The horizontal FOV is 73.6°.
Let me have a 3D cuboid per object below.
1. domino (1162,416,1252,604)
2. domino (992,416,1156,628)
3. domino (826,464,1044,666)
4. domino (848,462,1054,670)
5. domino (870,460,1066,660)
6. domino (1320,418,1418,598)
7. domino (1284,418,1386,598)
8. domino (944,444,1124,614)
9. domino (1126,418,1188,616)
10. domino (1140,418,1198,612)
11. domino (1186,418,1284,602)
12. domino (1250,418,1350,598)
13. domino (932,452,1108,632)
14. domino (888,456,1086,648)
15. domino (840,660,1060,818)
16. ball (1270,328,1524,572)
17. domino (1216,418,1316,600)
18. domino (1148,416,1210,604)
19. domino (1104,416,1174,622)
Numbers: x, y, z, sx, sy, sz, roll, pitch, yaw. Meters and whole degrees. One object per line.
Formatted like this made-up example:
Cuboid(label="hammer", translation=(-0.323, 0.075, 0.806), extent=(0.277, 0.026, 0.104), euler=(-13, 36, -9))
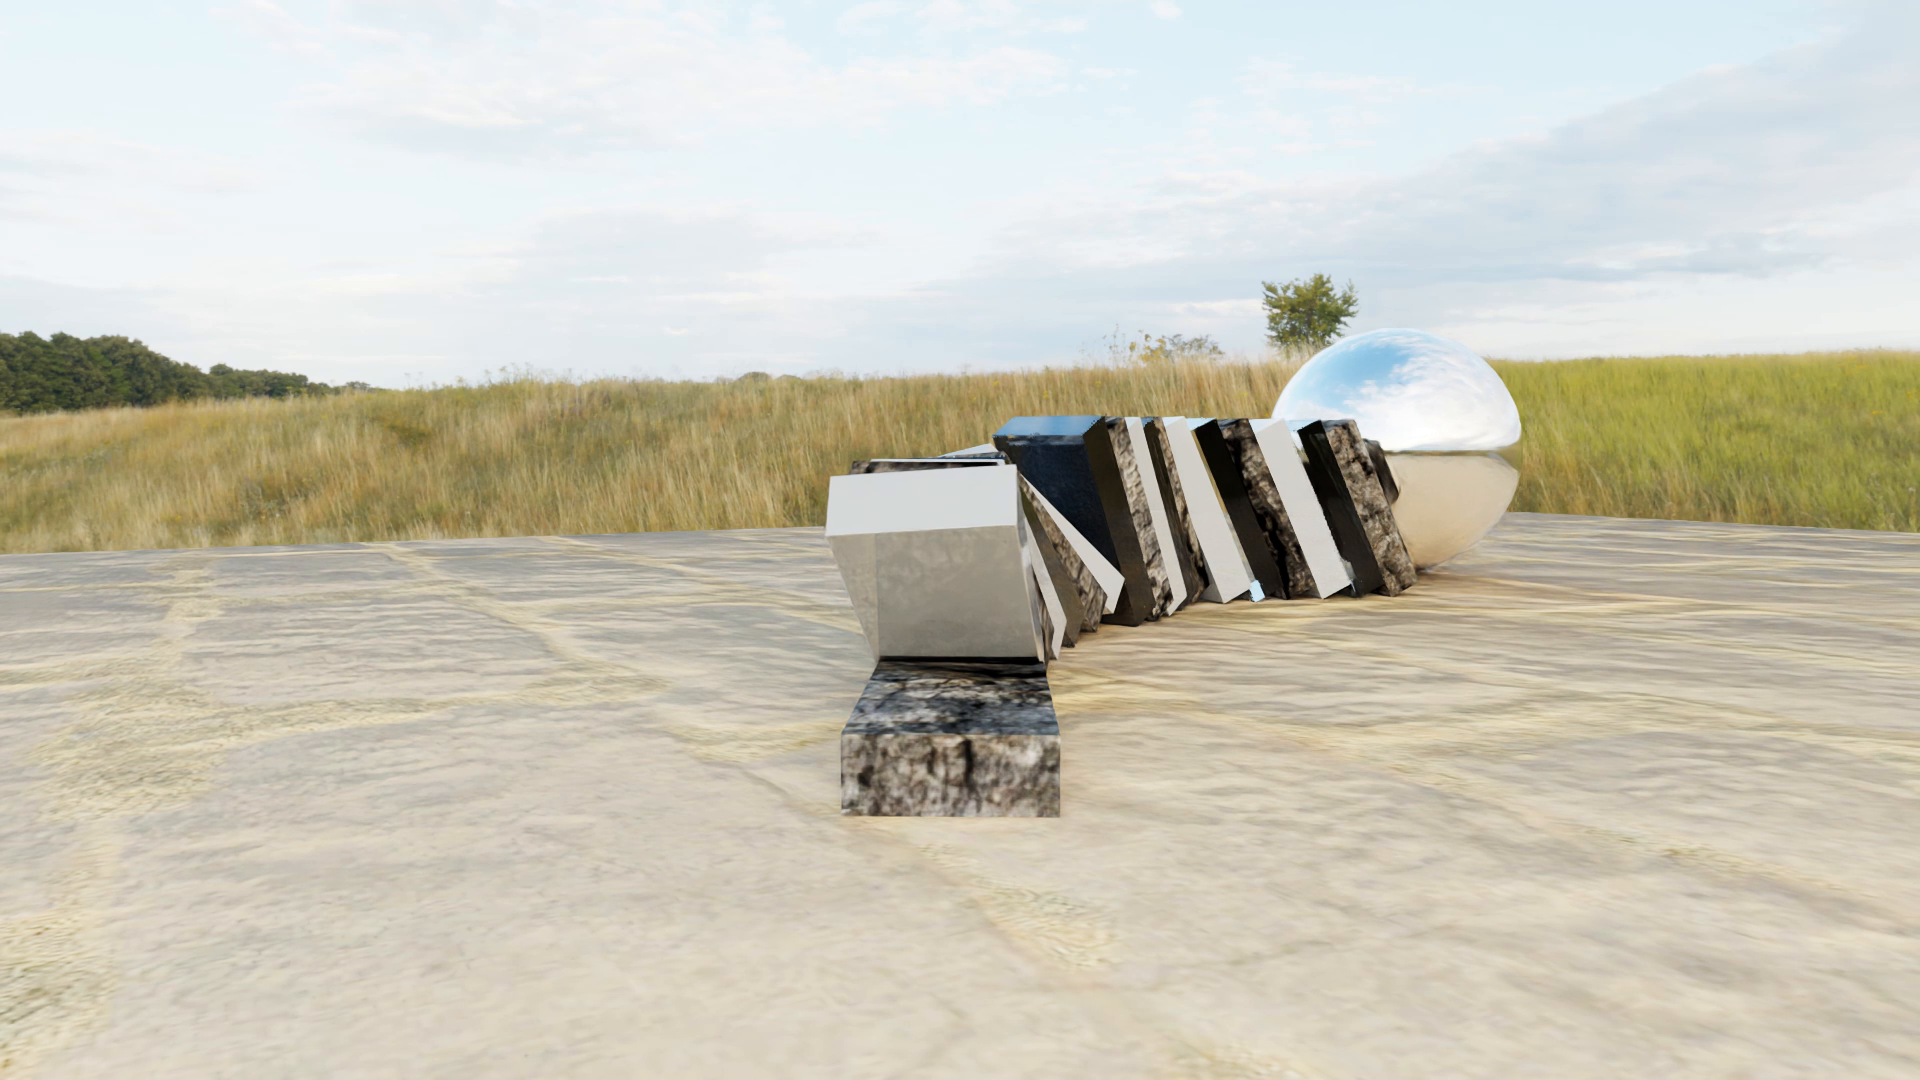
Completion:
Cuboid(label="domino", translation=(0.060, -0.008, 0.348), extent=(0.010, 0.050, 0.025), euler=(-28, 13, -17))
Cuboid(label="domino", translation=(0.027, -0.004, 0.298), extent=(0.025, 0.050, 0.010), euler=(4, 33, 40))
Cuboid(label="domino", translation=(-0.002, 0.008, 0.189), extent=(0.025, 0.009, 0.050), euler=(-3, -33, 7))
Cuboid(label="domino", translation=(-0.001, 0.006, 0.225), extent=(0.025, 0.009, 0.050), euler=(1, -36, 18))
Cuboid(label="domino", translation=(0.002, 0.005, 0.241), extent=(0.025, 0.009, 0.050), euler=(2, -36, 22))
Cuboid(label="domino", translation=(0.111, -0.009, 0.365), extent=(0.010, 0.050, 0.025), euler=(-26, 10, -10))
Cuboid(label="domino", translation=(0.101, -0.009, 0.363), extent=(0.010, 0.050, 0.025), euler=(-26, 10, -10))
Cuboid(label="domino", translation=(0.011, 0.000, 0.285), extent=(0.025, 0.009, 0.050), euler=(-11, -43, 44))
Cuboid(label="domino", translation=(0.038, -0.006, 0.318), extent=(0.025, 0.050, 0.010), euler=(4, 33, 40))
Cuboid(label="domino", translation=(0.042, -0.006, 0.327), extent=(0.025, 0.050, 0.009), euler=(4, 33, 40))
Cuboid(label="domino", translation=(0.070, -0.009, 0.353), extent=(0.009, 0.050, 0.025), euler=(-27, 11, -12))
Cuboid(label="domino", translation=(0.090, -0.009, 0.360), extent=(0.010, 0.050, 0.025), euler=(-26, 10, -10))
Cuboid(label="domino", translation=(0.009, 0.002, 0.271), extent=(0.025, 0.009, 0.050), euler=(-2, -38, 35))
Cuboid(label="domino", translation=(0.005, 0.003, 0.256), extent=(0.025, 0.009, 0.050), euler=(1, -36, 27))
Cuboid(label="domino", translation=(0.000, 0.025, 0.171), extent=(0.025, 0.009, 0.050), euler=(0, 4, 1))
Cuboid(label="ball", translation=(0.141, -0.029, 0.420), extent=(0.080, 0.080, 0.080), euler=(0, 4, 0))
Cuboid(label="domino", translation=(0.080, -0.009, 0.358), extent=(0.009, 0.050, 0.025), euler=(-26, 10, -10))
Cuboid(label="domino", translation=(0.047, -0.007, 0.338), extent=(0.025, 0.050, 0.010), euler=(2, 32, 41))
Cuboid(label="domino", translation=(0.033, -0.005, 0.308), extent=(0.025, 0.050, 0.009), euler=(4, 33, 40))
